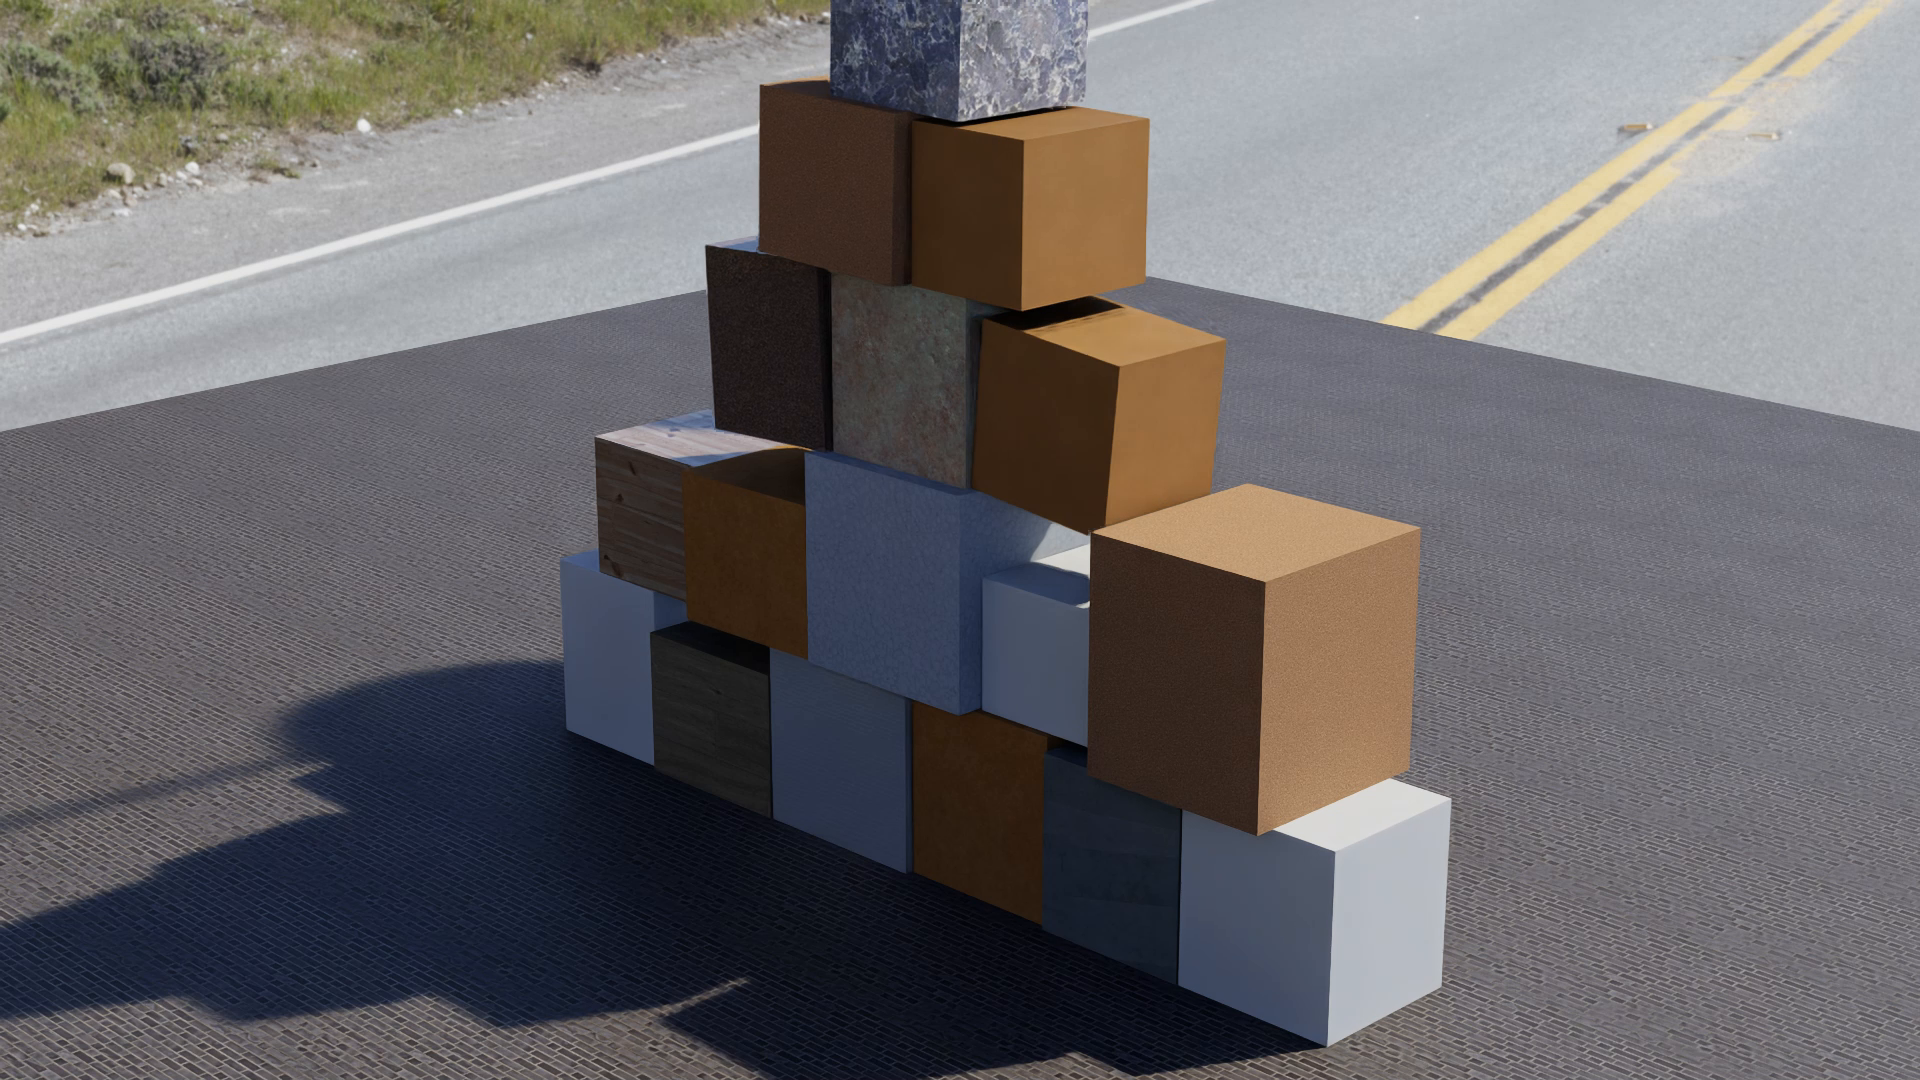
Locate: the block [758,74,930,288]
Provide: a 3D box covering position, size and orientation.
[{"bbox_3d":[-0.263,-1.646,13.077,0.924,0.751,0.862,-17,26,-42],"label":"block"}]

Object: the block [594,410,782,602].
[{"bbox_3d":[-1.276,-0.173,14.614,0.739,0.707,0.775,-17,24,-42],"label":"block"}]

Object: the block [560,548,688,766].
[{"bbox_3d":[-1.511,0.540,15.076,0.748,0.930,0.751,-17,24,-42],"label":"block"}]

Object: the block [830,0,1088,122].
[{"bbox_3d":[-0.002,-2.288,12.615,0.778,0.776,0.790,-17,26,-42],"label":"block"}]

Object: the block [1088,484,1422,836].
[{"bbox_3d":[1.217,0.469,12.213,1.007,1.071,0.924,-17,24,-42],"label":"block"}]

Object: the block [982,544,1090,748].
[{"bbox_3d":[0.624,0.464,12.862,0.715,0.617,0.773,-17,24,-42],"label":"block"}]

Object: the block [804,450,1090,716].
[{"bbox_3d":[-0.023,0.089,13.386,0.934,1.007,0.988,-17,24,-42],"label":"block"}]

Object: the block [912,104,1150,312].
[{"bbox_3d":[0.300,-1.445,12.549,0.774,0.716,0.655,-17,25,-42],"label":"block"}]

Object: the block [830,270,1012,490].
[{"bbox_3d":[0.000,-0.798,13.106,0.777,0.853,0.844,-17,24,-42],"label":"block"}]

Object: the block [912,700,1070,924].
[{"bbox_3d":[0.358,1.107,13.334,0.782,0.892,0.835,-17,24,-42],"label":"block"}]

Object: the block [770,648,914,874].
[{"bbox_3d":[-0.275,0.918,13.925,0.842,0.898,0.918,-17,24,-42],"label":"block"}]

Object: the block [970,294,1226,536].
[{"bbox_3d":[0.585,-0.537,12.535,0.672,0.768,0.784,-17,29,-42],"label":"block"}]

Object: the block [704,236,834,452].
[{"bbox_3d":[-0.596,-0.967,13.664,0.841,0.871,0.764,-17,21,-42],"label":"block"}]

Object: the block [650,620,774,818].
[{"bbox_3d":[-0.917,0.806,14.561,0.856,0.730,0.877,-17,24,-42],"label":"block"}]

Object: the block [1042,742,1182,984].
[{"bbox_3d":[0.925,1.310,12.784,0.821,0.835,0.775,-17,24,-42],"label":"block"}]

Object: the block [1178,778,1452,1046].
[{"bbox_3d":[1.474,1.473,12.233,0.771,0.855,0.794,-17,24,-42],"label":"block"}]

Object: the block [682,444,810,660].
[{"bbox_3d":[-0.693,0.017,14.059,0.904,0.744,0.868,-17,23,-42],"label":"block"}]
